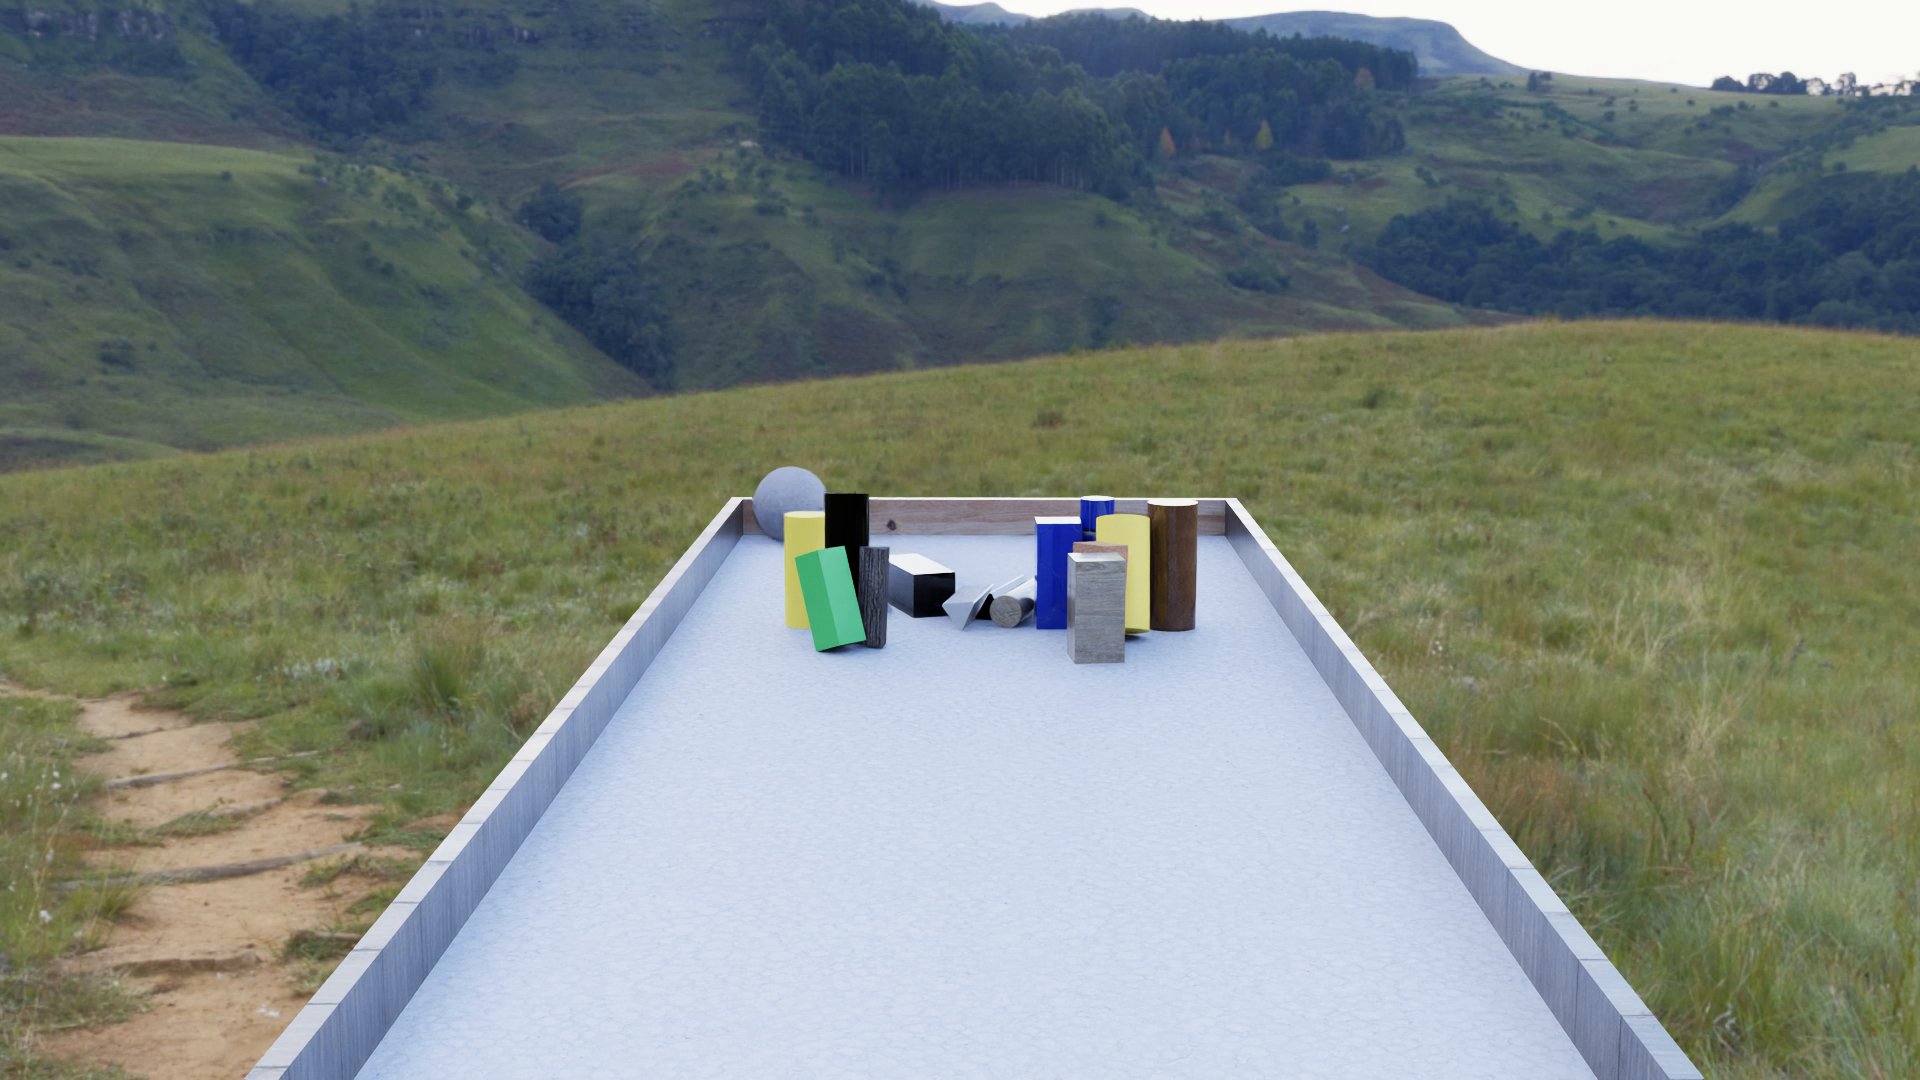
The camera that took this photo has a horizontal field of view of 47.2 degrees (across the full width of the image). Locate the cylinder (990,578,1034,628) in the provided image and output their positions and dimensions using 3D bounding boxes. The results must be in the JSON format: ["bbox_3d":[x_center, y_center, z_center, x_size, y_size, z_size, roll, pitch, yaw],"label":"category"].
[{"bbox_3d":[0.201,0.210,7.339,0.109,0.109,0.336,3,9,18],"label":"cylinder"}]

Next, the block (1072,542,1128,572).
[{"bbox_3d":[0.431,0.171,6.878,0.123,0.320,0.123,8,7,42],"label":"block"}]

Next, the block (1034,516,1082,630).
[{"bbox_3d":[0.322,0.108,7.215,0.146,0.349,0.146,0,9,-1],"label":"block"}]

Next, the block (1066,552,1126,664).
[{"bbox_3d":[0.414,0.206,6.704,0.153,0.314,0.153,-1,9,-6],"label":"block"}]

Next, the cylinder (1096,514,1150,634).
[{"bbox_3d":[0.521,0.111,7.037,0.173,0.362,0.173,1,-9,0],"label":"cylinder"}]

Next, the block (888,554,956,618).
[{"bbox_3d":[-0.152,0.155,7.557,0.149,0.149,0.403,-3,10,-19],"label":"block"}]

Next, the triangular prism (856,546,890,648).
[{"bbox_3d":[-0.254,0.175,6.903,0.100,0.306,0.087,6,6,35],"label":"triangular prism"}]

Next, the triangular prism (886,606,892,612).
[{"bbox_3d":[-0.364,0.156,7.613,0.142,0.123,0.405,-3,10,-19],"label":"triangular prism"}]

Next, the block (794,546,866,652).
[{"bbox_3d":[-0.403,0.182,6.833,0.113,0.301,0.113,-9,-6,-45],"label":"block"}]

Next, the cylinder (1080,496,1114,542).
[{"bbox_3d":[0.450,0.069,7.246,0.112,0.416,0.112,0,9,0],"label":"cylinder"}]

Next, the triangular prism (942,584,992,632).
[{"bbox_3d":[0.043,0.201,7.297,0.091,0.106,0.345,-35,1,15],"label":"triangular prism"}]

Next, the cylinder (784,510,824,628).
[{"bbox_3d":[-0.501,0.097,7.226,0.151,0.367,0.151,0,9,0],"label":"cylinder"}]

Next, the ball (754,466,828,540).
[{"bbox_3d":[-0.687,-0.147,8.959,0.306,0.306,0.306,0,9,0],"label":"ball"}]

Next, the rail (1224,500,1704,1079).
[{"bbox_3d":[1.046,0.843,3.208,0.050,0.150,12.000,0,9,1],"label":"rail"}]

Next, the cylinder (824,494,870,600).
[{"bbox_3d":[-0.358,0.082,6.972,0.143,0.459,0.143,0,1,0],"label":"cylinder"}]

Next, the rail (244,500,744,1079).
[{"bbox_3d":[-1.004,0.839,3.234,0.050,0.150,12.000,0,9,1],"label":"rail"}]

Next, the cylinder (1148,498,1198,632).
[{"bbox_3d":[0.691,0.081,7.179,0.163,0.413,0.163,0,9,0],"label":"cylinder"}]

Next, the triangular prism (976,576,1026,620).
[{"bbox_3d":[0.159,0.193,7.489,0.103,0.089,0.368,3,9,18],"label":"triangular prism"}]

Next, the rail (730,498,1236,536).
[{"bbox_3d":[0.099,-0.098,9.147,2.100,0.150,0.050,0,9,1],"label":"rail"}]
